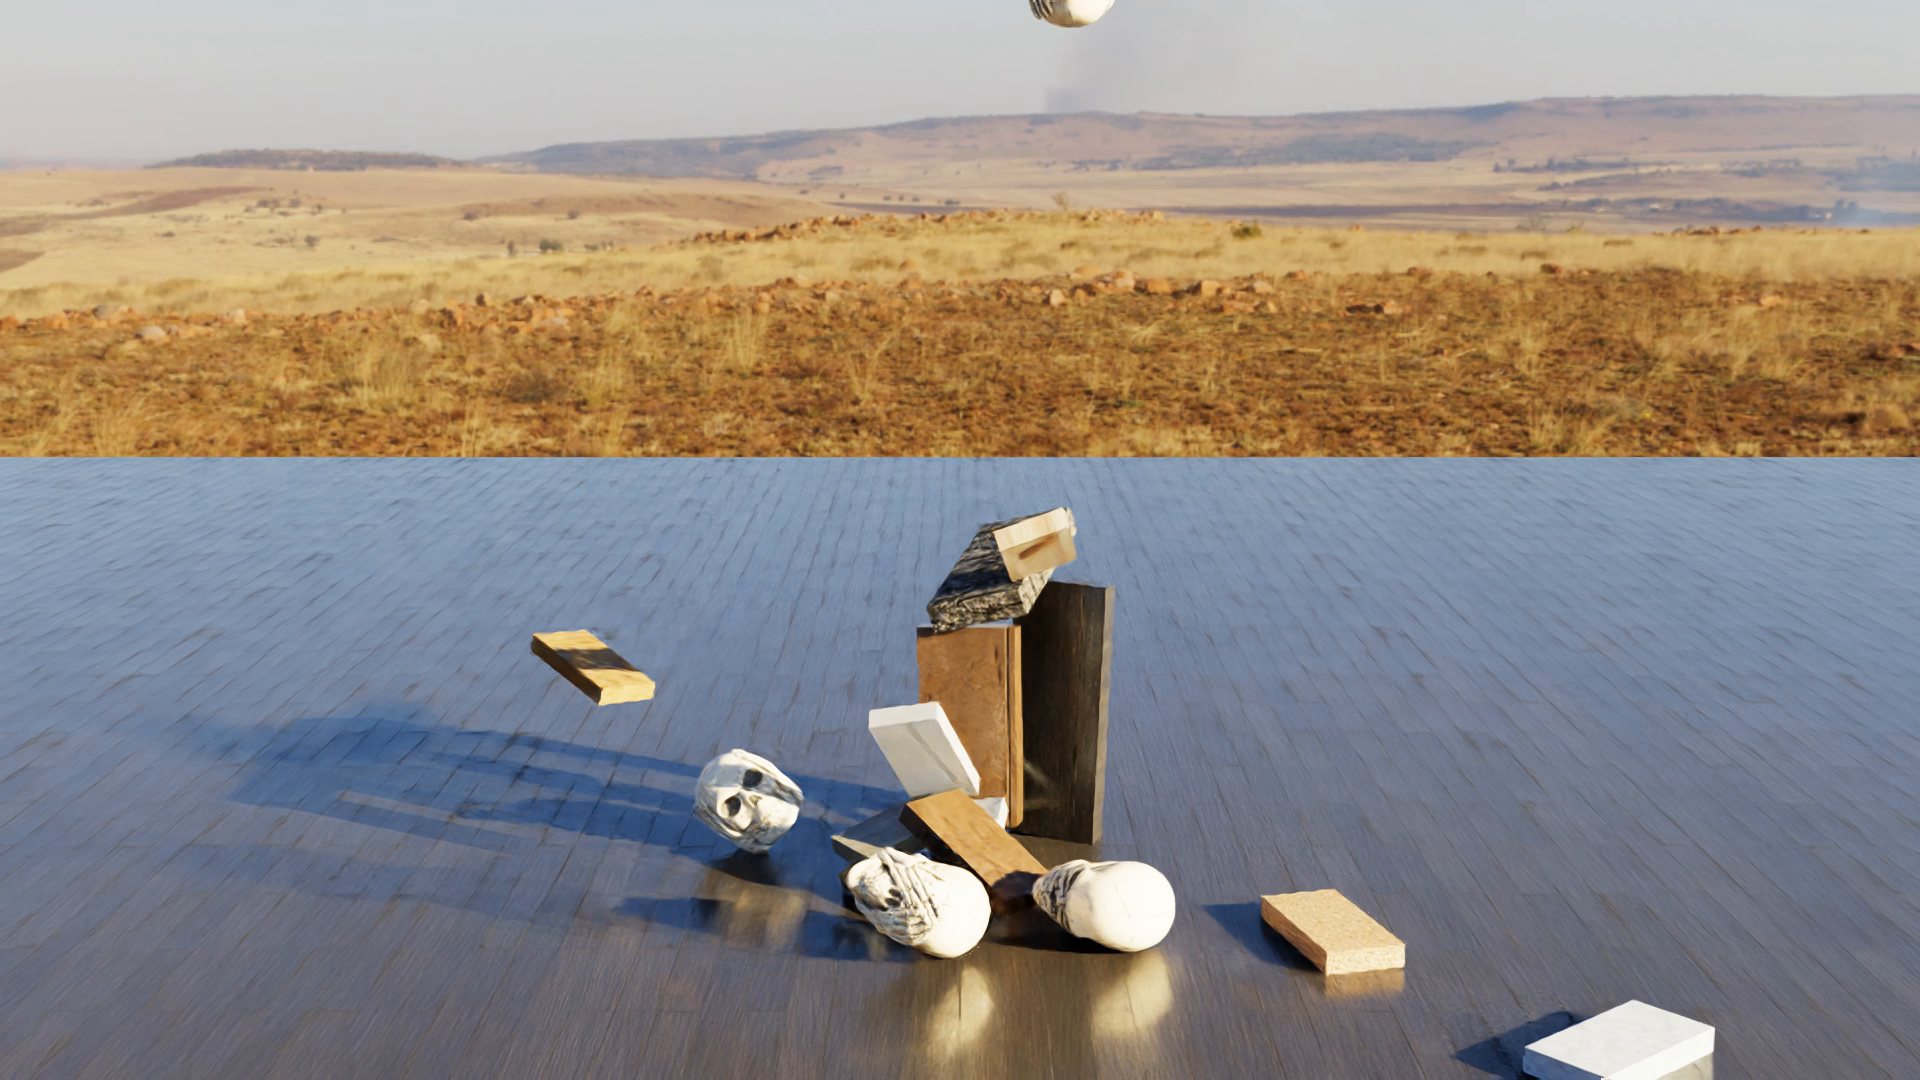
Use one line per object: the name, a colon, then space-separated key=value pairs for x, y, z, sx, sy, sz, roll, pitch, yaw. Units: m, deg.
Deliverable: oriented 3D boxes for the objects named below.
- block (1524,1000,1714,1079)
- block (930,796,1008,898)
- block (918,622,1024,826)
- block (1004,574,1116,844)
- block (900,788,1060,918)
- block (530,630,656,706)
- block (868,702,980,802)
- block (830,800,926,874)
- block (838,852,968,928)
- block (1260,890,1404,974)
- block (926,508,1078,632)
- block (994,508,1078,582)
block: x=0.900 y=0.696 z=3.002 sx=0.256 sy=0.036 sz=0.128 roll=-9 pitch=14 yaw=-39
block: x=0.010 y=0.518 z=3.701 sx=0.107 sy=0.030 sz=0.214 roll=-9 pitch=31 yaw=17
block: x=0.018 y=0.320 z=3.818 sx=0.172 sy=0.345 sz=0.049 roll=1 pitch=6 yaw=14
block: x=0.176 y=0.300 z=3.928 sx=0.172 sy=0.469 sz=0.049 roll=7 pitch=12 yaw=24
block: x=0.031 y=0.508 z=3.590 sx=0.128 sy=0.036 sz=0.256 roll=-10 pitch=39 yaw=-44
block: x=-0.687 y=0.236 z=4.106 sx=0.118 sy=0.033 sz=0.236 roll=-3 pitch=25 yaw=-44
block: x=-0.058 y=0.355 z=3.661 sx=0.118 sy=0.236 sz=0.033 roll=-9 pitch=50 yaw=15
block: x=-0.098 y=0.488 z=3.699 sx=0.214 sy=0.030 sz=0.107 roll=-22 pitch=26 yaw=-33
block: x=-0.094 y=0.563 z=3.615 sx=0.107 sy=0.030 sz=0.214 roll=-33 pitch=28 yaw=-29
block: x=0.581 y=0.612 z=3.450 sx=0.128 sy=0.036 sz=0.256 roll=-3 pitch=11 yaw=-15
block: x=0.077 y=0.049 z=3.879 sx=0.172 sy=0.049 sz=0.345 roll=-12 pitch=20 yaw=23
block: x=0.126 y=0.010 z=3.618 sx=0.118 sy=0.033 sz=0.236 roll=-20 pitch=-14 yaw=1
